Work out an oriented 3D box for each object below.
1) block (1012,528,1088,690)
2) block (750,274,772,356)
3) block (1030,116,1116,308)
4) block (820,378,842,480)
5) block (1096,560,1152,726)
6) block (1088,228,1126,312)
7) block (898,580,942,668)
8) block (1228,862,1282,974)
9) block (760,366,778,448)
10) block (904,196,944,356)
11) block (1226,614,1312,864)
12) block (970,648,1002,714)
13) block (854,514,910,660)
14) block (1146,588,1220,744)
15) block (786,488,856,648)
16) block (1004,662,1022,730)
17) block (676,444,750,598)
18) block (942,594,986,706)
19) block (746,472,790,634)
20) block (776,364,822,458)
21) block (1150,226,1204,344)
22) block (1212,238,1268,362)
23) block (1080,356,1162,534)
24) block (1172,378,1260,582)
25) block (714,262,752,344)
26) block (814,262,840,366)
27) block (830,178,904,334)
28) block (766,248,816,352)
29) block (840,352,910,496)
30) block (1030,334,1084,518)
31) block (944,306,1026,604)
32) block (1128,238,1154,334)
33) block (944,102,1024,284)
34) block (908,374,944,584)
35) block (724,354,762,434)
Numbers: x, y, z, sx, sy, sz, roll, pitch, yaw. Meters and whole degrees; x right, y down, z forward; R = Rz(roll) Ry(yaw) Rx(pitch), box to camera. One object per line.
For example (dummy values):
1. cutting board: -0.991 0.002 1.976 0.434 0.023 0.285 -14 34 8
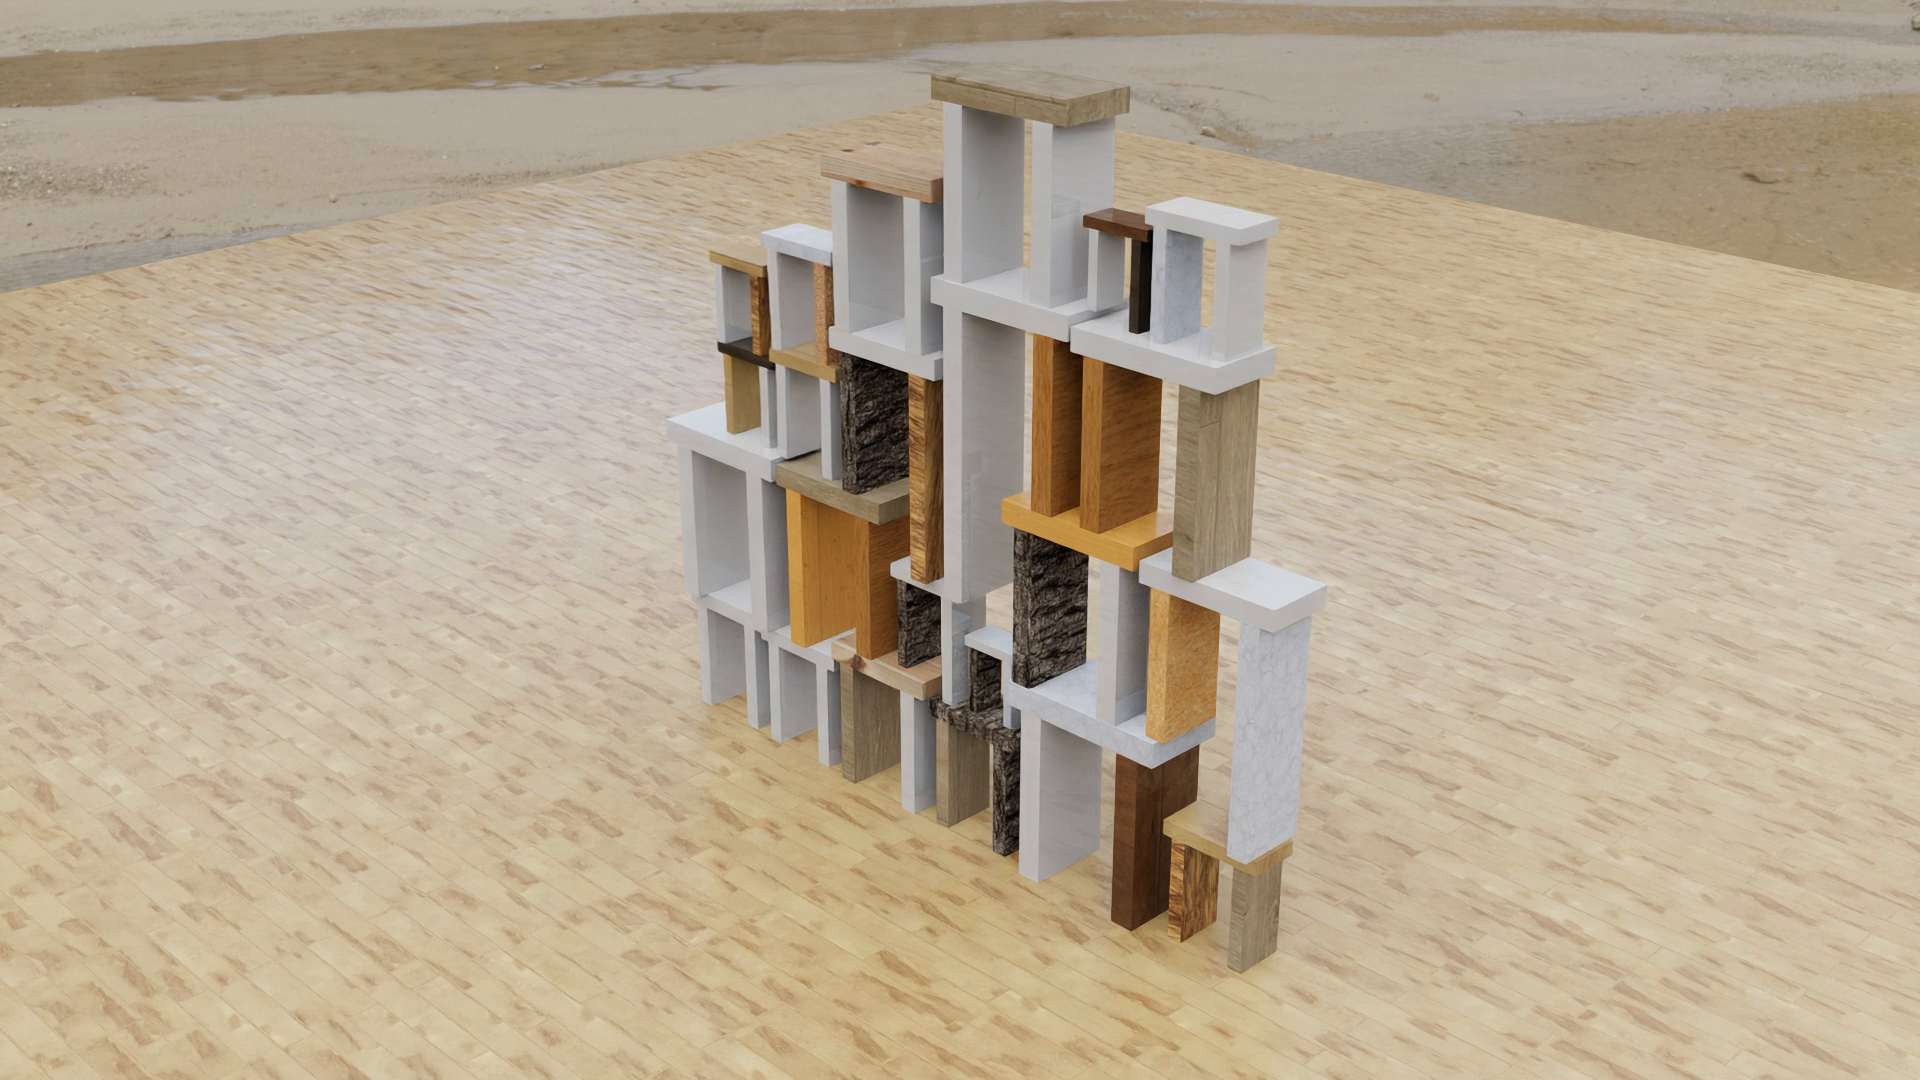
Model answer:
1. block: 0.169 0.105 4.079 0.044 0.313 0.157 21 31 41
2. block: -0.381 -0.463 4.436 0.024 0.166 0.083 21 31 40
3. block: 0.194 -0.572 3.778 0.045 0.319 0.159 21 31 40
4. block: -0.230 -0.231 4.370 0.028 0.209 0.099 21 31 40
5. block: 0.316 0.163 3.943 0.044 0.313 0.157 21 31 41
6. block: 0.250 -0.468 3.757 0.020 0.143 0.072 22 31 40
7. block: -0.081 0.153 4.377 0.027 0.189 0.094 21 31 41
8. block: 0.528 0.661 3.934 0.105 0.210 0.030 -21 31 -41
9. block: -0.367 -0.282 4.507 0.086 0.173 0.024 -21 31 -40
10. block: -0.035 -0.498 4.051 0.041 0.293 0.146 21 31 40
11. block: 0.533 0.329 3.789 0.145 0.455 0.041 -21 31 -41
12. block: 0.050 0.262 4.280 0.020 0.138 0.069 21 31 41
13. block: -0.140 0.075 4.413 0.043 0.303 0.152 21 31 41
14. block: 0.396 0.200 3.883 0.145 0.291 0.041 -21 31 -41
15. block: -0.283 0.039 4.553 0.043 0.345 0.152 21 31 40
16. block: 0.115 0.287 4.220 0.020 0.138 0.069 21 31 41
17. block: -0.523 -0.063 4.772 0.171 0.341 0.048 -21 31 -41
18. block: 0.008 0.205 4.302 0.027 0.226 0.095 21 31 41
19. block: -0.362 0.005 4.627 0.171 0.351 0.048 -22 31 -41
20. block: -0.324 -0.272 4.454 0.099 0.198 0.028 -22 32 -40
21. block: 0.361 -0.432 3.652 0.099 0.197 0.028 -21 31 -41
22. block: 0.454 -0.396 3.566 0.099 0.197 0.028 -21 31 -41
23. block: 0.282 -0.183 3.838 0.158 0.317 0.045 -21 31 -41
24. block: 0.431 -0.113 3.706 0.045 0.342 0.158 21 31 41
25. block: -0.460 -0.494 4.509 0.083 0.167 0.024 -22 31 -40
26. block: -0.234 -0.450 4.286 0.029 0.203 0.102 21 31 40
27. block: -0.174 -0.552 4.178 0.041 0.293 0.146 21 31 40
28. block: -0.331 -0.487 4.373 0.029 0.203 0.102 20 30 41
29. block: -0.166 -0.245 4.302 0.041 0.288 0.144 21 31 40
30. block: 0.202 -0.222 3.909 0.047 0.333 0.166 21 31 41
31. block: 0.045 -0.173 4.101 0.047 0.573 0.167 21 31 40
32. block: 0.317 -0.433 3.699 0.072 0.162 0.020 -21 31 -40
33. block: 0.043 -0.630 3.916 0.045 0.319 0.159 21 31 40
34. block: -0.030 -0.132 4.203 0.041 0.418 0.144 21 31 40
35. block: -0.448 -0.314 4.582 0.024 0.173 0.086 21 31 41
